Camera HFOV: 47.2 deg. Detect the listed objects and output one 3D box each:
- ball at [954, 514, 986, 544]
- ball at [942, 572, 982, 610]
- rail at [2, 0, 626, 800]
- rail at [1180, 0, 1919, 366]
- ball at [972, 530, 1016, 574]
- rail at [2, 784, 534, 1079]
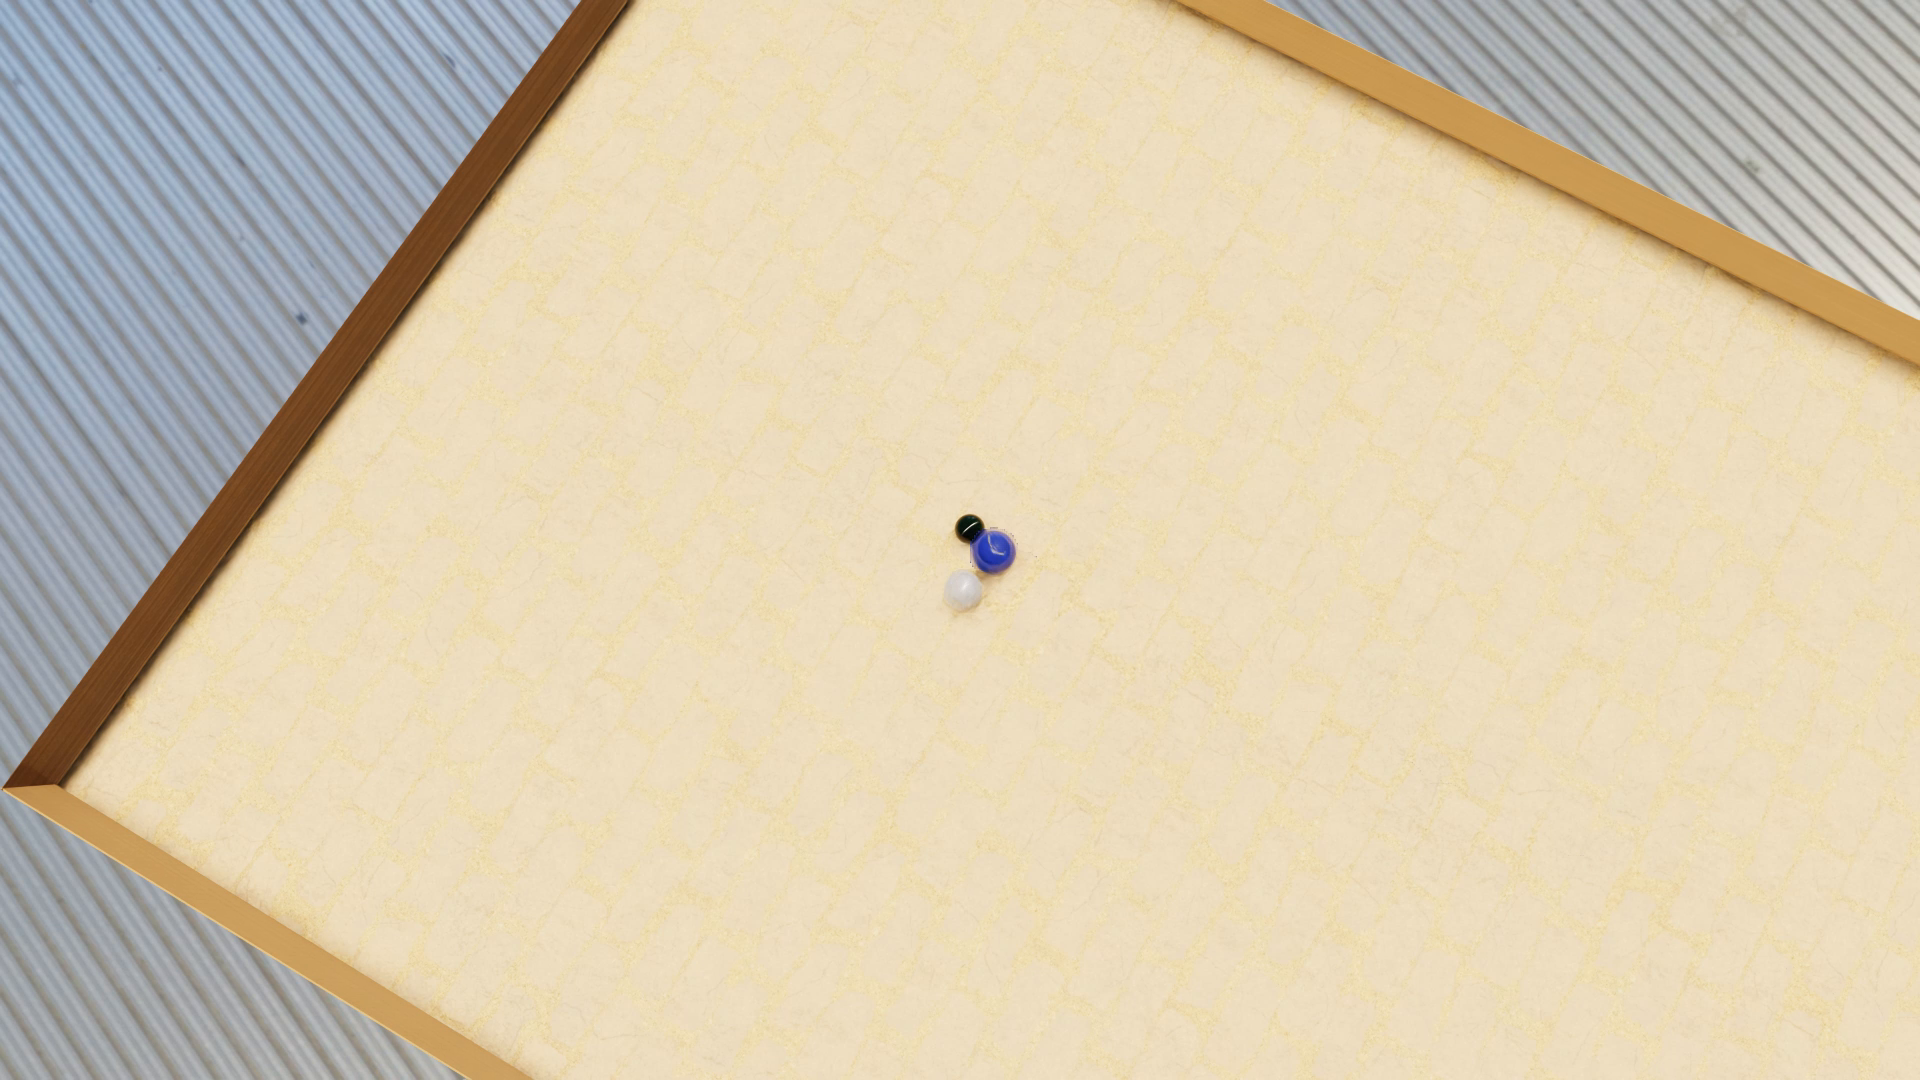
[{"bbox_3d":[0.015,-0.017,3.439,0.049,0.049,0.049,0,71,0],"label":"ball"},{"bbox_3d":[0.004,0.079,3.399,0.061,0.061,0.061,0,71,0],"label":"ball"},{"bbox_3d":[-0.859,-0.476,3.575,0.045,0.091,2.126,29,73,9],"label":"rail"},{"bbox_3d":[1.400,-0.374,3.540,4.065,0.091,0.045,29,73,9],"label":"rail"},{"bbox_3d":[0.053,0.019,3.409,0.070,0.070,0.070,0,71,0],"label":"ball"},{"bbox_3d":[0.358,1.325,2.952,4.065,0.091,0.045,29,73,9],"label":"rail"}]
